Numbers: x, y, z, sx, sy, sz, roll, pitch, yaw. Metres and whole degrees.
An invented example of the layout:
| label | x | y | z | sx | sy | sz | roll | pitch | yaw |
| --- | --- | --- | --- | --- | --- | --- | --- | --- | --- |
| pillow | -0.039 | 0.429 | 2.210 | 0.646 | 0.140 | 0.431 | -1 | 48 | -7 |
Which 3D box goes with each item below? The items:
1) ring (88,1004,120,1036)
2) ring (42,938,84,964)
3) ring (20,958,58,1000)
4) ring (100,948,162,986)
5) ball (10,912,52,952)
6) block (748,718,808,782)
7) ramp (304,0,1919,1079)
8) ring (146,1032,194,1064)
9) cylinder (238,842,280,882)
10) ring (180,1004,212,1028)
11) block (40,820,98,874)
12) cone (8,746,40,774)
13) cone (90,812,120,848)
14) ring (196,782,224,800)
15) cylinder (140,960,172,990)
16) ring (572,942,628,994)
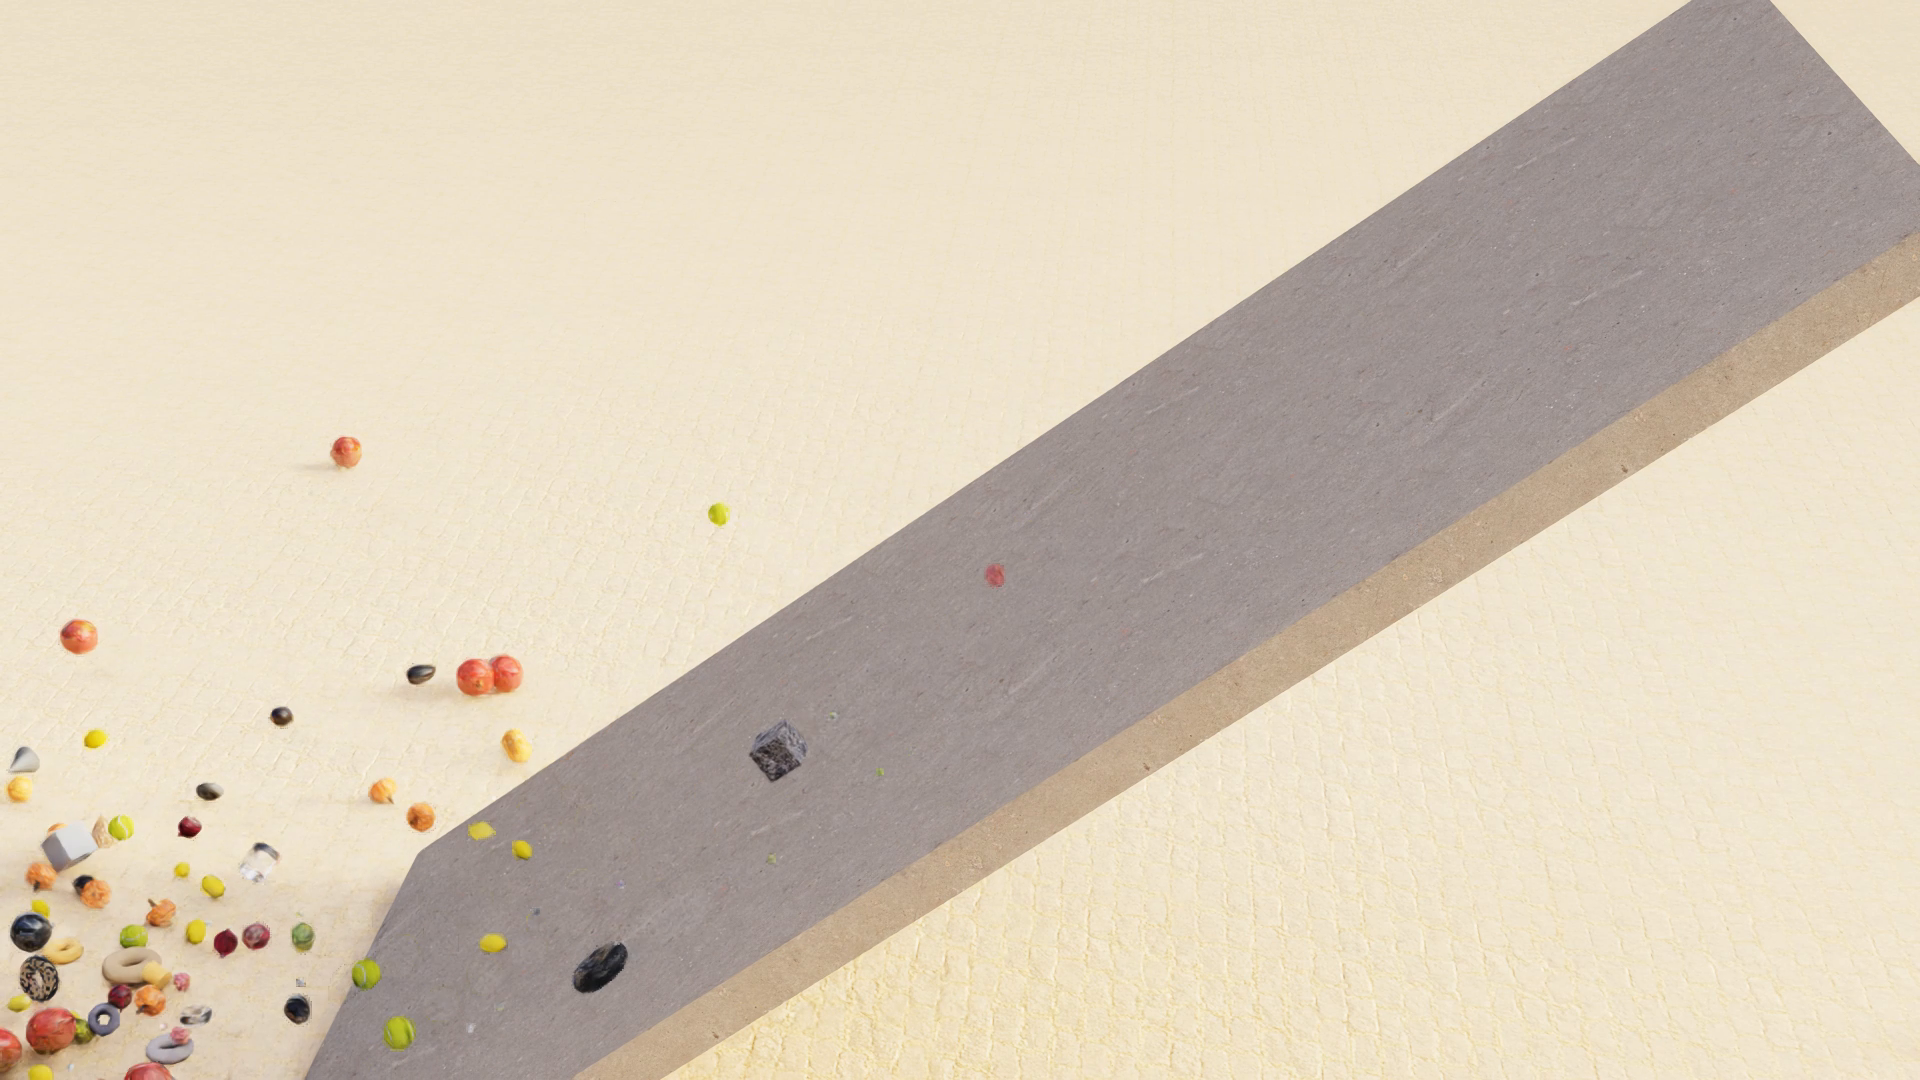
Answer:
| label | x | y | z | sx | sy | sz | roll | pitch | yaw |
| --- | --- | --- | --- | --- | --- | --- | --- | --- | --- |
| ring | -2.047 | 1.147 | 7.034 | 0.078 | 0.078 | 0.026 | -1 | -11 | -1 |
| ring | -2.265 | 1.038 | 7.426 | 0.101 | 0.034 | 0.101 | 1 | 23 | 0 |
| ring | -2.260 | 1.076 | 7.215 | 0.116 | 0.116 | 0.039 | 14 | 32 | 30 |
| ring | -2.067 | 1.064 | 7.339 | 0.149 | 0.050 | 0.149 | 0 | 21 | 0 |
| ball | -2.215 | 0.934 | 7.011 | 0.096 | 0.096 | 0.096 | 0 | 22 | 0 |
| block | -0.391 | 0.454 | 6.349 | 0.082 | 0.082 | 0.082 | -31 | 17 | 23 |
| ramp | 0.131 | 0.177 | 6.316 | 4.000 | 0.100 | 2.000 | -34 | 16 | 16 |
| ring | -1.879 | 1.210 | 6.996 | 0.112 | 0.037 | 0.112 | -1 | 22 | 1 |
| cylinder | -1.847 | 0.849 | 7.749 | 0.076 | 0.076 | 0.076 | 9 | 47 | 21 |
| ring | -1.856 | 1.156 | 7.144 | 0.078 | 0.026 | 0.078 | 0 | 23 | 0 |
| block | -2.369 | 0.815 | 7.823 | 0.090 | 0.090 | 0.090 | -36 | -6 | 40 |
| cone | -2.659 | 0.637 | 8.301 | 0.083 | 0.083 | 0.083 | 9 | 23 | 21 |
| cone | -2.329 | 0.778 | 7.987 | 0.089 | 0.089 | 0.089 | 0 | 23 | 0 |
| ring | -2.088 | 0.700 | 8.185 | 0.077 | 0.077 | 0.026 | -1 | 58 | -3 |
| cylinder | -1.987 | 1.076 | 7.270 | 0.052 | 0.052 | 0.052 | 32 | 33 | 16 |
| ring | -0.734 | 0.872 | 5.998 | 0.131 | 0.044 | 0.131 | -35 | 17 | 12 |
